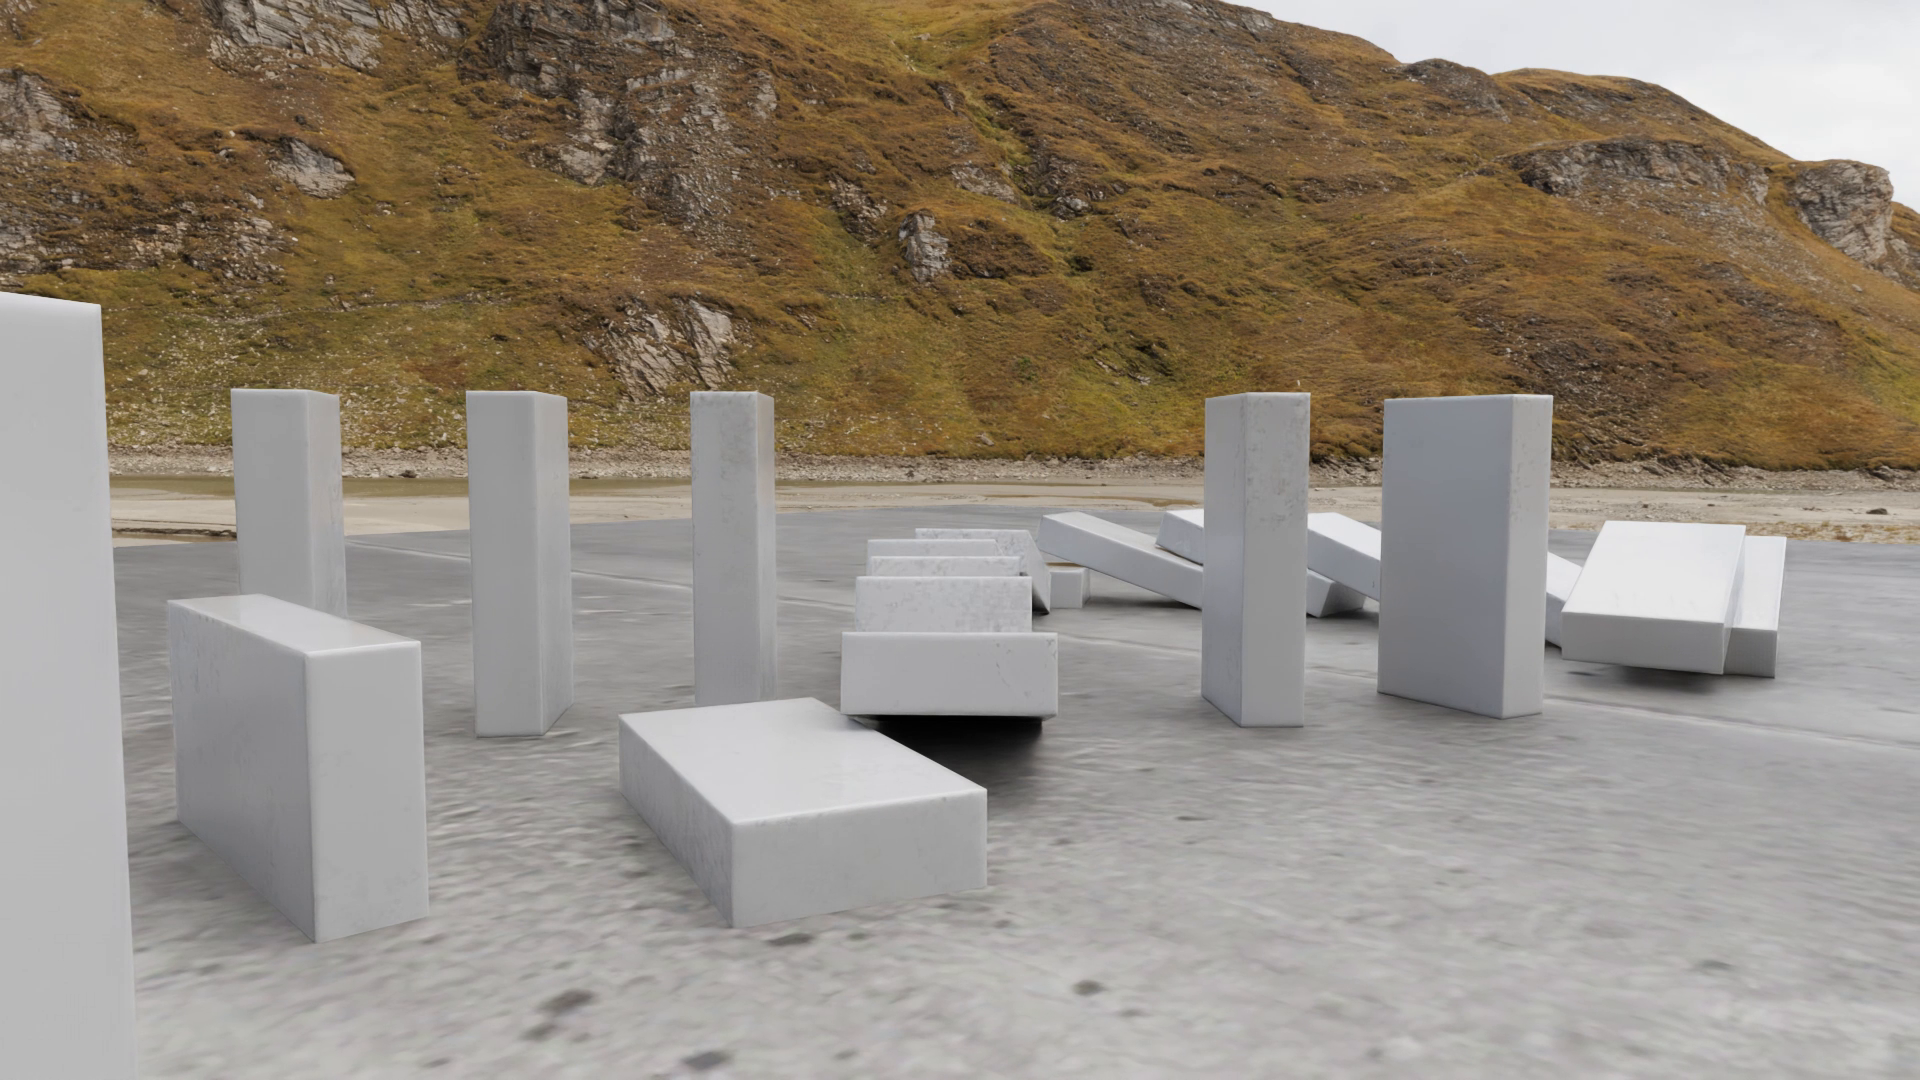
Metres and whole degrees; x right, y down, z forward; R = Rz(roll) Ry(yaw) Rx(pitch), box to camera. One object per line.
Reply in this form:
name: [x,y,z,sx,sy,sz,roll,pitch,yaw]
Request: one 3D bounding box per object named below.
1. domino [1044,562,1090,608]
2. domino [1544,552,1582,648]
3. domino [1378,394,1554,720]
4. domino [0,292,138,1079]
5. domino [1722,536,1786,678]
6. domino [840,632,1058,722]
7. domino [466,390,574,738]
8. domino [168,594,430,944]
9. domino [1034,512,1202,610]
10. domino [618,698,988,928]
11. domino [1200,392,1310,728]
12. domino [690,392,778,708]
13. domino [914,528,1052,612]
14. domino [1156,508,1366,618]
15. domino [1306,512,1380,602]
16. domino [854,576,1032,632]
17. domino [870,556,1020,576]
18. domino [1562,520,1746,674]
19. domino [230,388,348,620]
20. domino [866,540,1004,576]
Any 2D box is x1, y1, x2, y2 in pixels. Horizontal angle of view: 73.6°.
domino: [0.009,0.012,0.349,0.050,0.009,0.025,1,4,11]
domino: [0.126,0.009,0.290,0.025,0.010,0.050,-2,23,-28]
domino: [0.082,0.002,0.209,0.010,0.050,0.025,-2,5,-29]
domino: [-0.053,0.013,0.060,0.010,0.050,0.025,1,4,9]
domino: [0.150,0.012,0.258,0.025,0.010,0.050,3,21,34]
domino: [-0.001,0.019,0.173,0.025,0.010,0.050,0,-9,1]
domino: [-0.067,0.003,0.197,0.009,0.050,0.025,-1,4,-7]
domino: [-0.068,0.020,0.130,0.010,0.025,0.050,-4,6,-43]
domino: [0.048,0.005,0.349,0.050,0.010,0.025,20,13,25]
domino: [-0.020,0.027,0.140,0.025,0.010,0.050,-2,5,-26]
domino: [0.046,0.002,0.203,0.009,0.050,0.025,0,4,-3]
domino: [-0.035,0.003,0.199,0.009,0.050,0.025,0,4,-2]
domino: [0.006,0.008,0.303,0.025,0.010,0.050,1,-13,10]
domino: [0.079,0.005,0.337,0.050,0.010,0.025,27,20,37]
domino: [0.104,0.007,0.316,0.025,0.009,0.050,-4,24,-40]
domino: [-0.001,0.015,0.206,0.025,0.009,0.050,0,-13,2]
domino: [-0.002,0.013,0.239,0.025,0.009,0.050,0,-13,2]
domino: [0.132,0.009,0.243,0.025,0.010,0.050,3,22,34]
domino: [-0.099,0.003,0.190,0.010,0.050,0.025,-1,4,-16]
domino: [-0.002,0.010,0.271,0.025,0.009,0.050,0,-13,10]
